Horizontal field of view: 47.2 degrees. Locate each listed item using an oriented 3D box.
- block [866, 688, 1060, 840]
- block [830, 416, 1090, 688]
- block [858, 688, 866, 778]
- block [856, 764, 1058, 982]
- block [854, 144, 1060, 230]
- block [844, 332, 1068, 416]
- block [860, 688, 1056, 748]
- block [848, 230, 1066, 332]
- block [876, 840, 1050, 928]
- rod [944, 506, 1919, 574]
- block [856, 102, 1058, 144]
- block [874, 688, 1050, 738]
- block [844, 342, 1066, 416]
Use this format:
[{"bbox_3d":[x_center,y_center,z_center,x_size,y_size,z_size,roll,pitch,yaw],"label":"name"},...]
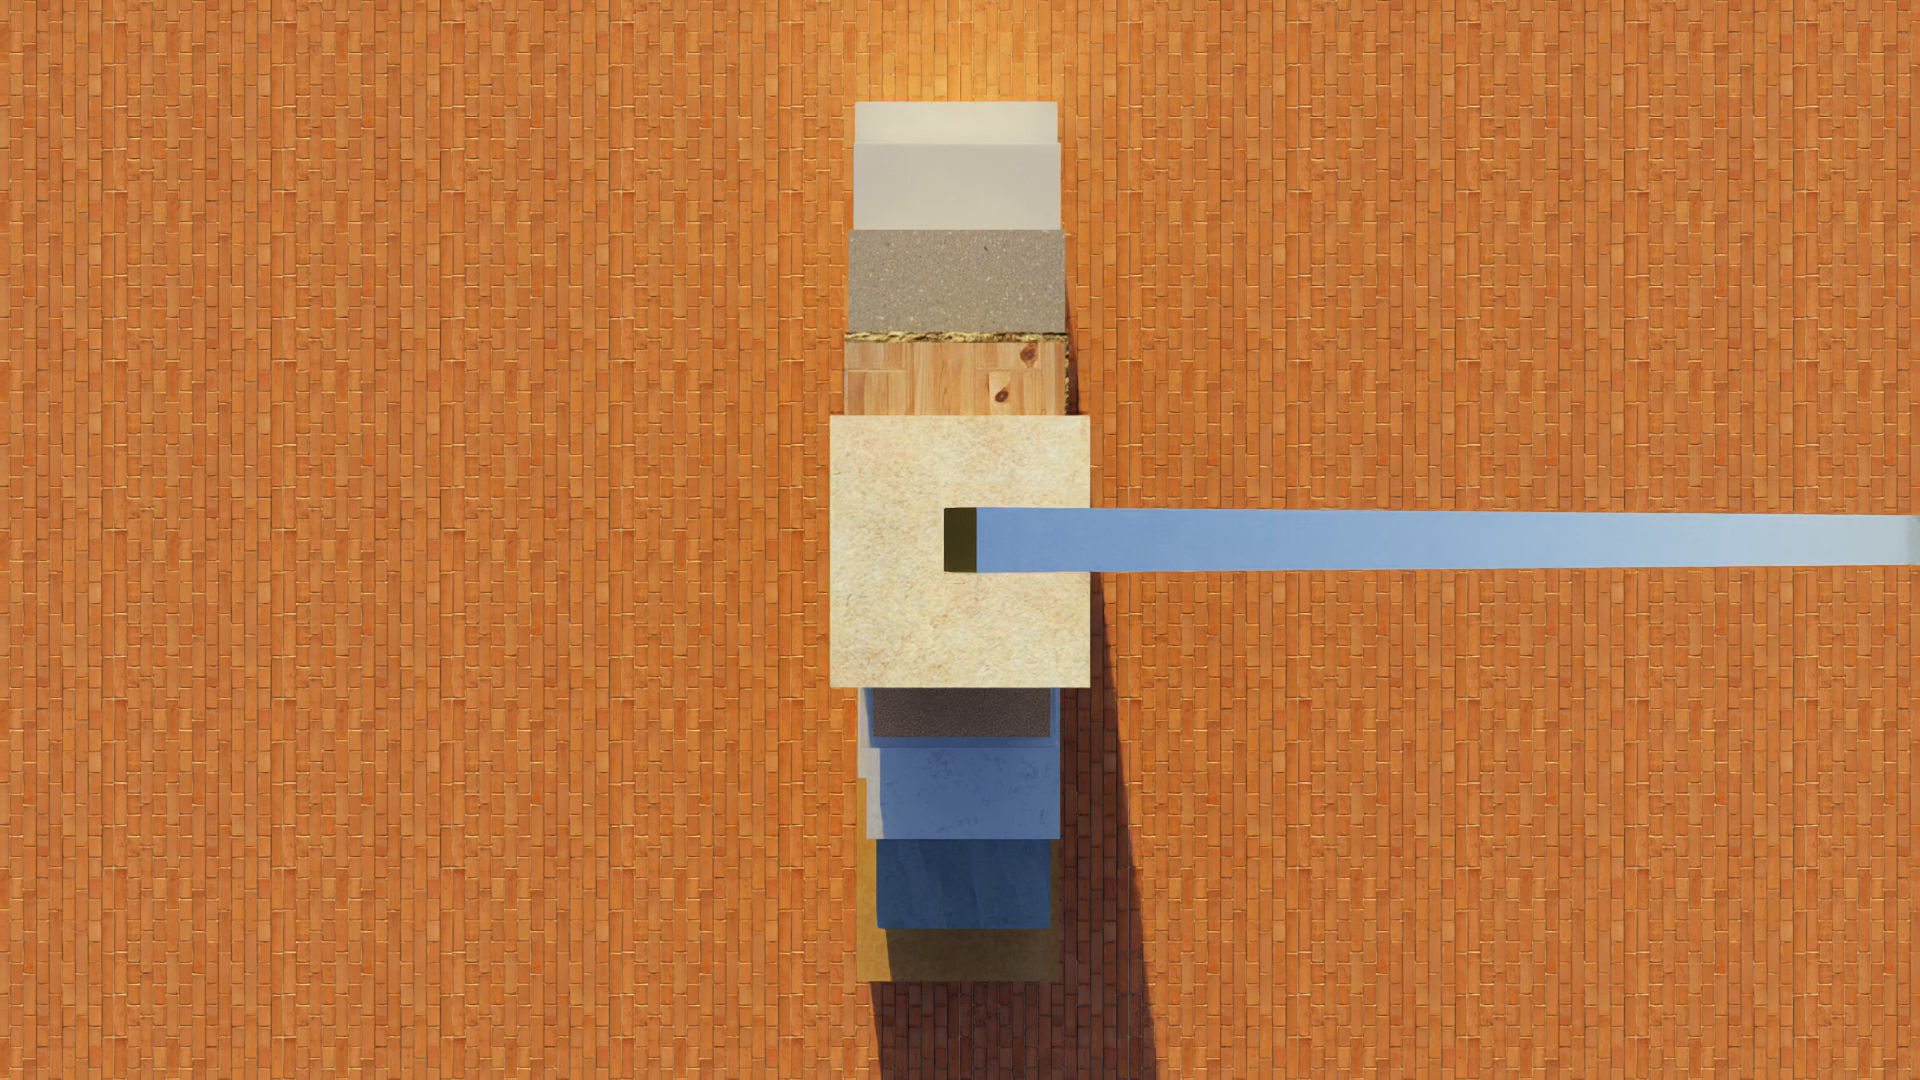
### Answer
[{"bbox_3d":[0.016,0.960,10.492,0.890,0.761,0.830,0,90,0],"label":"block"},{"bbox_3d":[0.001,0.029,6.197,0.689,0.731,0.720,0,90,0],"label":"block"},{"bbox_3d":[-0.018,0.644,11.450,0.972,1.154,1.065,0,90,0],"label":"block"},{"bbox_3d":[-0.012,1.802,12.455,1.091,1.090,1.174,0,90,0],"label":"block"},{"bbox_3d":[-0.014,-1.418,11.410,1.019,1.160,1.079,0,90,0],"label":"block"},{"bbox_3d":[-0.013,-0.397,9.267,0.903,0.781,0.887,0,90,0],"label":"block"},{"bbox_3d":[-0.008,0.451,9.571,0.805,0.989,0.812,0,90,0],"label":"block"},{"bbox_3d":[-0.013,-0.858,10.244,0.950,1.177,1.016,0,90,0],"label":"block"},{"bbox_3d":[0.016,1.573,11.499,0.877,0.822,0.773,0,90,0],"label":"block"},{"bbox_3d":[2.234,0.000,4.026,5.200,0.080,0.080,0,90,-31],"label":"rod"},{"bbox_3d":[-0.020,-1.825,12.495,1.103,1.009,1.128,0,90,0],"label":"block"},{"bbox_3d":[0.006,0.419,8.741,0.677,0.669,0.665,0,90,0],"label":"block"},{"bbox_3d":[-0.018,-0.320,8.476,0.809,0.802,0.815,0,90,0],"label":"block"}]
